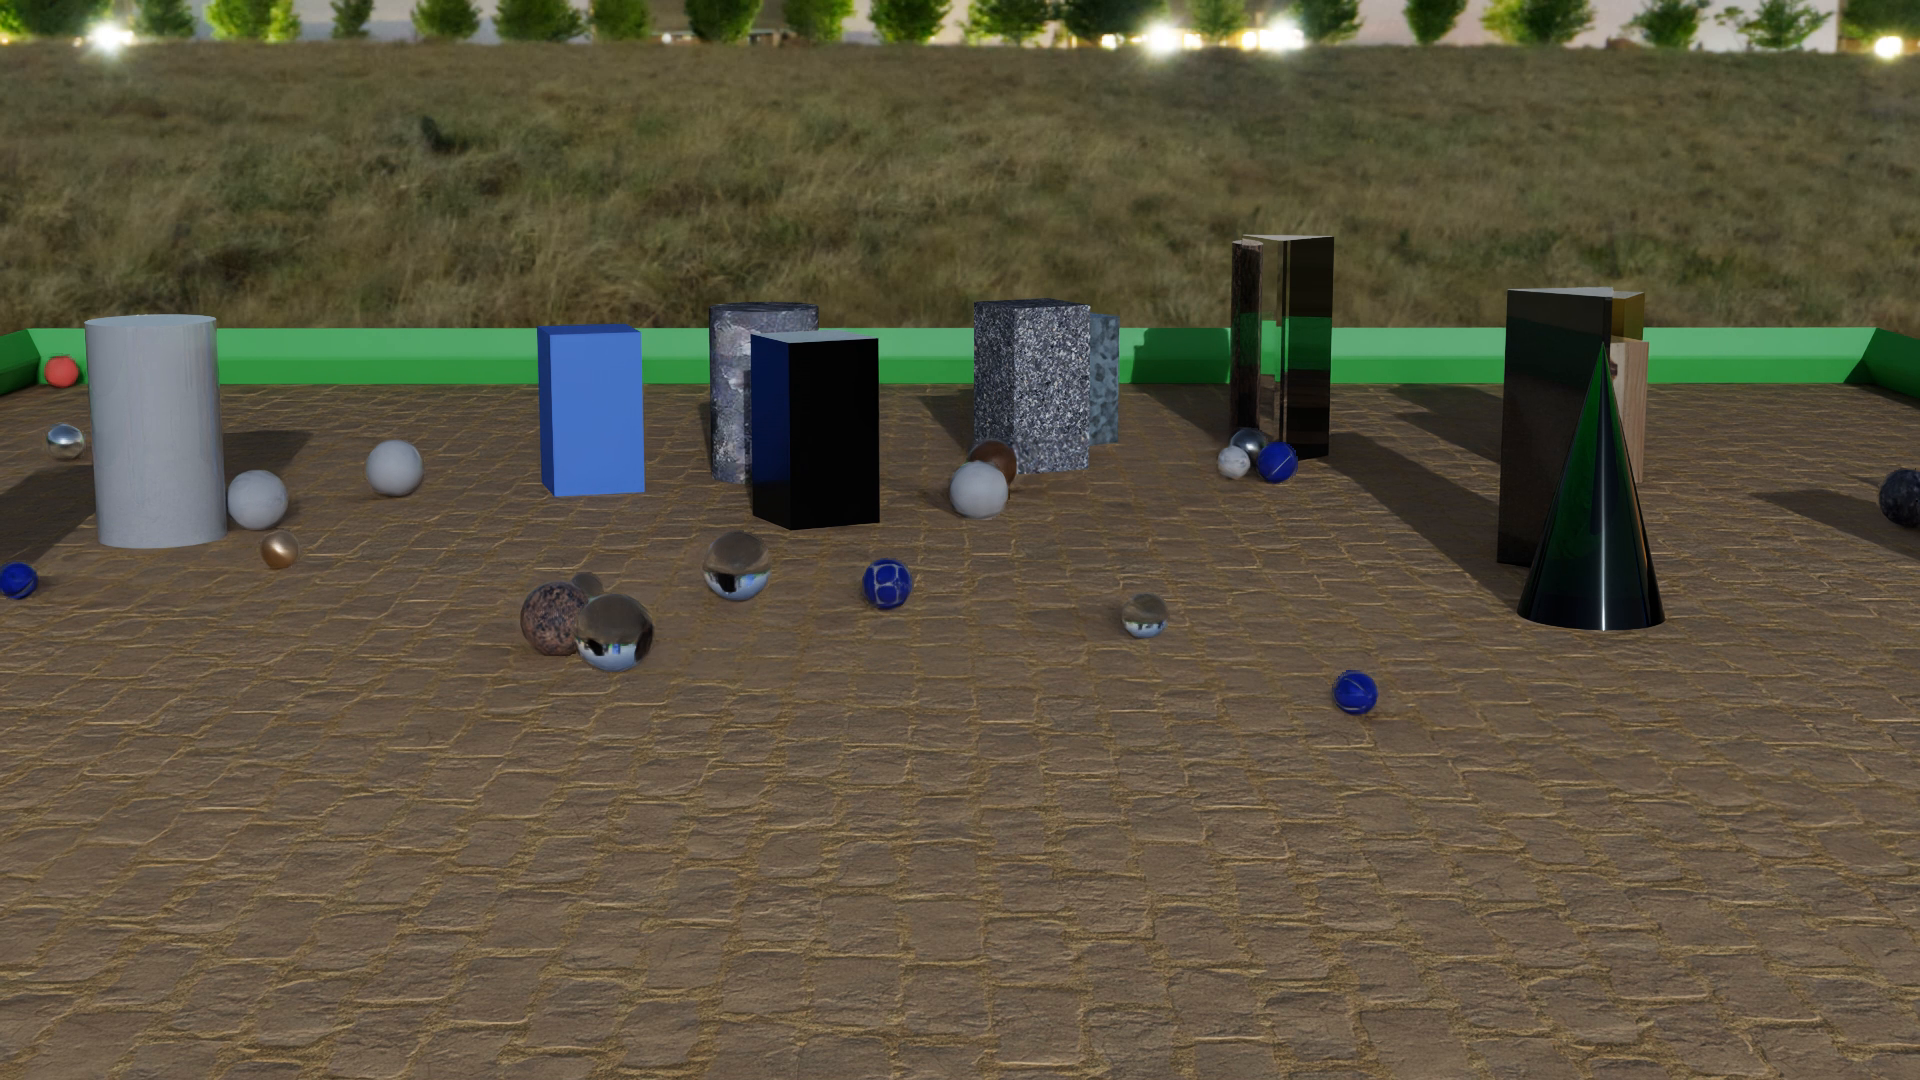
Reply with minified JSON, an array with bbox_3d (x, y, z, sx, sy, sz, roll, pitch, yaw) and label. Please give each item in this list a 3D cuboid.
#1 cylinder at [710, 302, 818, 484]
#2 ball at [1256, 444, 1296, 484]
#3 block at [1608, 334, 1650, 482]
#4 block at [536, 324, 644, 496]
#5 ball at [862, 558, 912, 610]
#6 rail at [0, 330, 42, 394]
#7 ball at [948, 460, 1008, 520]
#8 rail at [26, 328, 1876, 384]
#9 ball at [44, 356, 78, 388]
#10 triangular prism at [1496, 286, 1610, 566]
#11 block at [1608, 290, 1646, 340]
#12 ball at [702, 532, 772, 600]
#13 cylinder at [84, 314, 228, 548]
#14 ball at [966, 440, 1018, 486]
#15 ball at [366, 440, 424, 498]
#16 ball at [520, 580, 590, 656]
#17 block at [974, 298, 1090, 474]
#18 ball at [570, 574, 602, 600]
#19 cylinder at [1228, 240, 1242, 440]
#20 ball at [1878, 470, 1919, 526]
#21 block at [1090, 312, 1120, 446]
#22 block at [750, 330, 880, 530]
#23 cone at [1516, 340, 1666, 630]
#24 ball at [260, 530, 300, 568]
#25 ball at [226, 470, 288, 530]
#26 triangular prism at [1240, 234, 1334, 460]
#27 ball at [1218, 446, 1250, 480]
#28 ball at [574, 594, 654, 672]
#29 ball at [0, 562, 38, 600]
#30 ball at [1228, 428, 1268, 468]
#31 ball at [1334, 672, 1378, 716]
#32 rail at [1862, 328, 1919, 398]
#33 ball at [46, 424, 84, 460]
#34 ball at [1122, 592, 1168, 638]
[{"bbox_3d":[-0.347,-0.264,4.565,0.194,0.303,0.194,0,11,0],"label":"cylinder"},{"bbox_3d":[0.556,-0.135,4.507,0.070,0.070,0.070,0,11,0],"label":"ball"},{"bbox_3d":[1.104,-0.233,4.545,0.155,0.249,0.155,-3,11,-18],"label":"block"},{"bbox_3d":[-0.640,-0.227,4.443,0.155,0.276,0.155,-3,11,-17],"label":"block"},{"bbox_3d":[-0.099,0.060,3.465,0.069,0.069,0.069,0,11,0],"label":"ball"},{"bbox_3d":[-2.104,0.035,3.437,0.045,0.126,5.006,0,11,0],"label":"rail"},{"bbox_3d":[0.030,-0.080,4.144,0.096,0.096,0.096,0,11,0],"label":"ball"},{"bbox_3d":[-0.014,-0.420,5.887,4.256,0.126,0.045,0,11,0],"label":"rail"},{"bbox_3d":[-2.042,-0.382,5.830,0.074,0.074,0.074,0,11,0],"label":"ball"},{"bbox_3d":[0.905,-0.164,3.756,0.168,0.403,0.145,10,15,44],"label":"triangular prism"},{"bbox_3d":[1.187,-0.313,4.832,0.155,0.302,0.155,6,12,27],"label":"block"},{"bbox_3d":[-0.306,0.037,3.520,0.094,0.094,0.094,0,11,0],"label":"ball"},{"bbox_3d":[-1.242,-0.171,3.970,0.194,0.338,0.194,0,11,0],"label":"cylinder"},{"bbox_3d":[0.054,-0.127,4.417,0.089,0.089,0.089,0,11,0],"label":"ball"},{"bbox_3d":[-0.961,-0.121,4.361,0.097,0.097,0.097,0,11,0],"label":"ball"},{"bbox_3d":[-0.501,0.097,3.196,0.093,0.093,0.093,0,11,0],"label":"ball"},{"bbox_3d":[0.130,-0.282,4.675,0.155,0.298,0.155,-5,12,-27],"label":"block"},{"bbox_3d":[-0.507,0.070,3.461,0.050,0.050,0.050,0,11,0],"label":"ball"},{"bbox_3d":[0.627,-0.391,5.027,0.194,0.384,0.194,0,11,0],"label":"cylinder"},{"bbox_3d":[1.511,-0.067,4.087,0.090,0.090,0.090,0,11,0],"label":"ball"},{"bbox_3d":[0.199,-0.314,4.988,0.155,0.246,0.155,-8,13,-36],"label":"block"},{"bbox_3d":[-0.234,-0.180,4.130,0.155,0.297,0.155,-5,12,-27],"label":"block"},{"bbox_3d":[0.844,-0.081,3.402,0.194,0.368,0.194,0,11,0],"label":"cone"},{"bbox_3d":[-0.994,0.014,3.746,0.055,0.055,0.055,0,11,0],"label":"ball"},{"bbox_3d":[-1.110,-0.064,4.053,0.096,0.096,0.096,0,11,0],"label":"ball"},{"bbox_3d":[0.583,-0.360,4.789,0.145,0.411,0.168,9,14,41],"label":"triangular prism"},{"bbox_3d":[0.486,-0.137,4.554,0.058,0.058,0.058,0,11,0],"label":"ball"},{"bbox_3d":[-0.418,0.112,3.106,0.096,0.096,0.096,0,11,0],"label":"ball"},{"bbox_3d":[-1.296,0.056,3.531,0.052,0.052,0.052,0,11,0],"label":"ball"},{"bbox_3d":[0.526,-0.167,4.682,0.071,0.071,0.071,0,11,0],"label":"ball"},{"bbox_3d":[0.448,0.174,2.902,0.049,0.049,0.049,0,11,0],"label":"ball"},{"bbox_3d":[2.104,0.030,3.461,0.045,0.126,5.006,0,11,0],"label":"rail"},{"bbox_3d":[-1.660,-0.181,4.761,0.068,0.068,0.068,0,11,0],"label":"ball"},{"bbox_3d":[0.237,0.097,3.291,0.058,0.058,0.058,0,11,0],"label":"ball"}]
